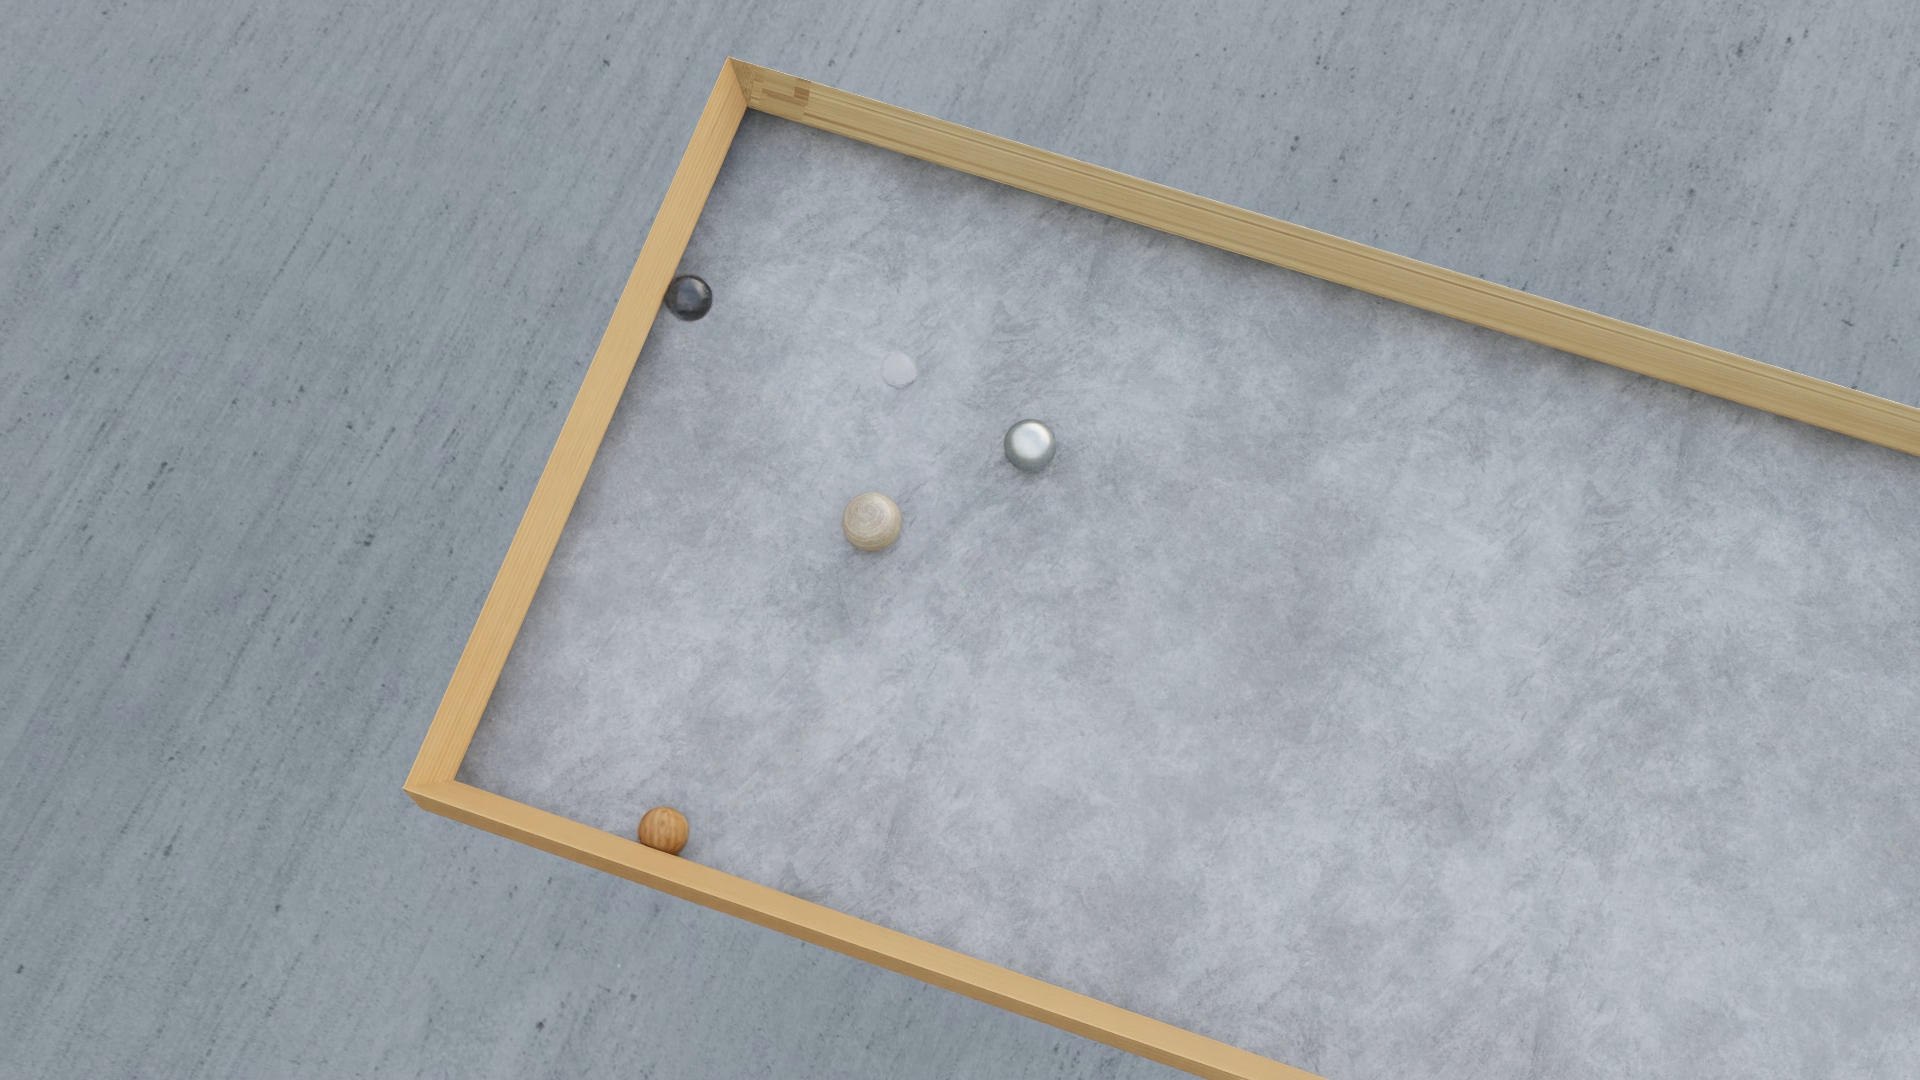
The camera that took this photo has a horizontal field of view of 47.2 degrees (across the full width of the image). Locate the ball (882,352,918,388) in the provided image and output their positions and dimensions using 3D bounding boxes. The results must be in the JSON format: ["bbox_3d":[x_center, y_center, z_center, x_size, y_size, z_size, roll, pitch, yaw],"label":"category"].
[{"bbox_3d":[-0.098,-0.277,3.575,0.061,0.061,0.061,0,69,0],"label":"ball"}]

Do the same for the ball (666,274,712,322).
[{"bbox_3d":[-0.445,-0.397,3.612,0.077,0.077,0.077,0,69,0],"label":"ball"}]

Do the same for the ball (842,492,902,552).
[{"bbox_3d":[-0.138,-0.028,3.461,0.095,0.095,0.095,0,69,0],"label":"ball"}]

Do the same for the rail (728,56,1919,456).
[{"bbox_3d":[0.811,-0.382,3.581,2.552,0.123,0.045,18,70,7],"label":"rail"}]

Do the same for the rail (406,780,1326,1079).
[{"bbox_3d":[0.396,0.751,3.146,2.552,0.123,0.045,18,70,7],"label":"rail"}]

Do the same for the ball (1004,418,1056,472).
[{"bbox_3d":[0.112,-0.151,3.514,0.085,0.085,0.085,0,69,0],"label":"ball"}]

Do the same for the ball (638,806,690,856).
[{"bbox_3d":[-0.444,0.438,3.292,0.076,0.076,0.076,0,69,0],"label":"ball"}]

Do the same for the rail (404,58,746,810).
[{"bbox_3d":[-0.581,-0.194,3.509,0.045,0.123,1.330,18,70,7],"label":"rail"}]
